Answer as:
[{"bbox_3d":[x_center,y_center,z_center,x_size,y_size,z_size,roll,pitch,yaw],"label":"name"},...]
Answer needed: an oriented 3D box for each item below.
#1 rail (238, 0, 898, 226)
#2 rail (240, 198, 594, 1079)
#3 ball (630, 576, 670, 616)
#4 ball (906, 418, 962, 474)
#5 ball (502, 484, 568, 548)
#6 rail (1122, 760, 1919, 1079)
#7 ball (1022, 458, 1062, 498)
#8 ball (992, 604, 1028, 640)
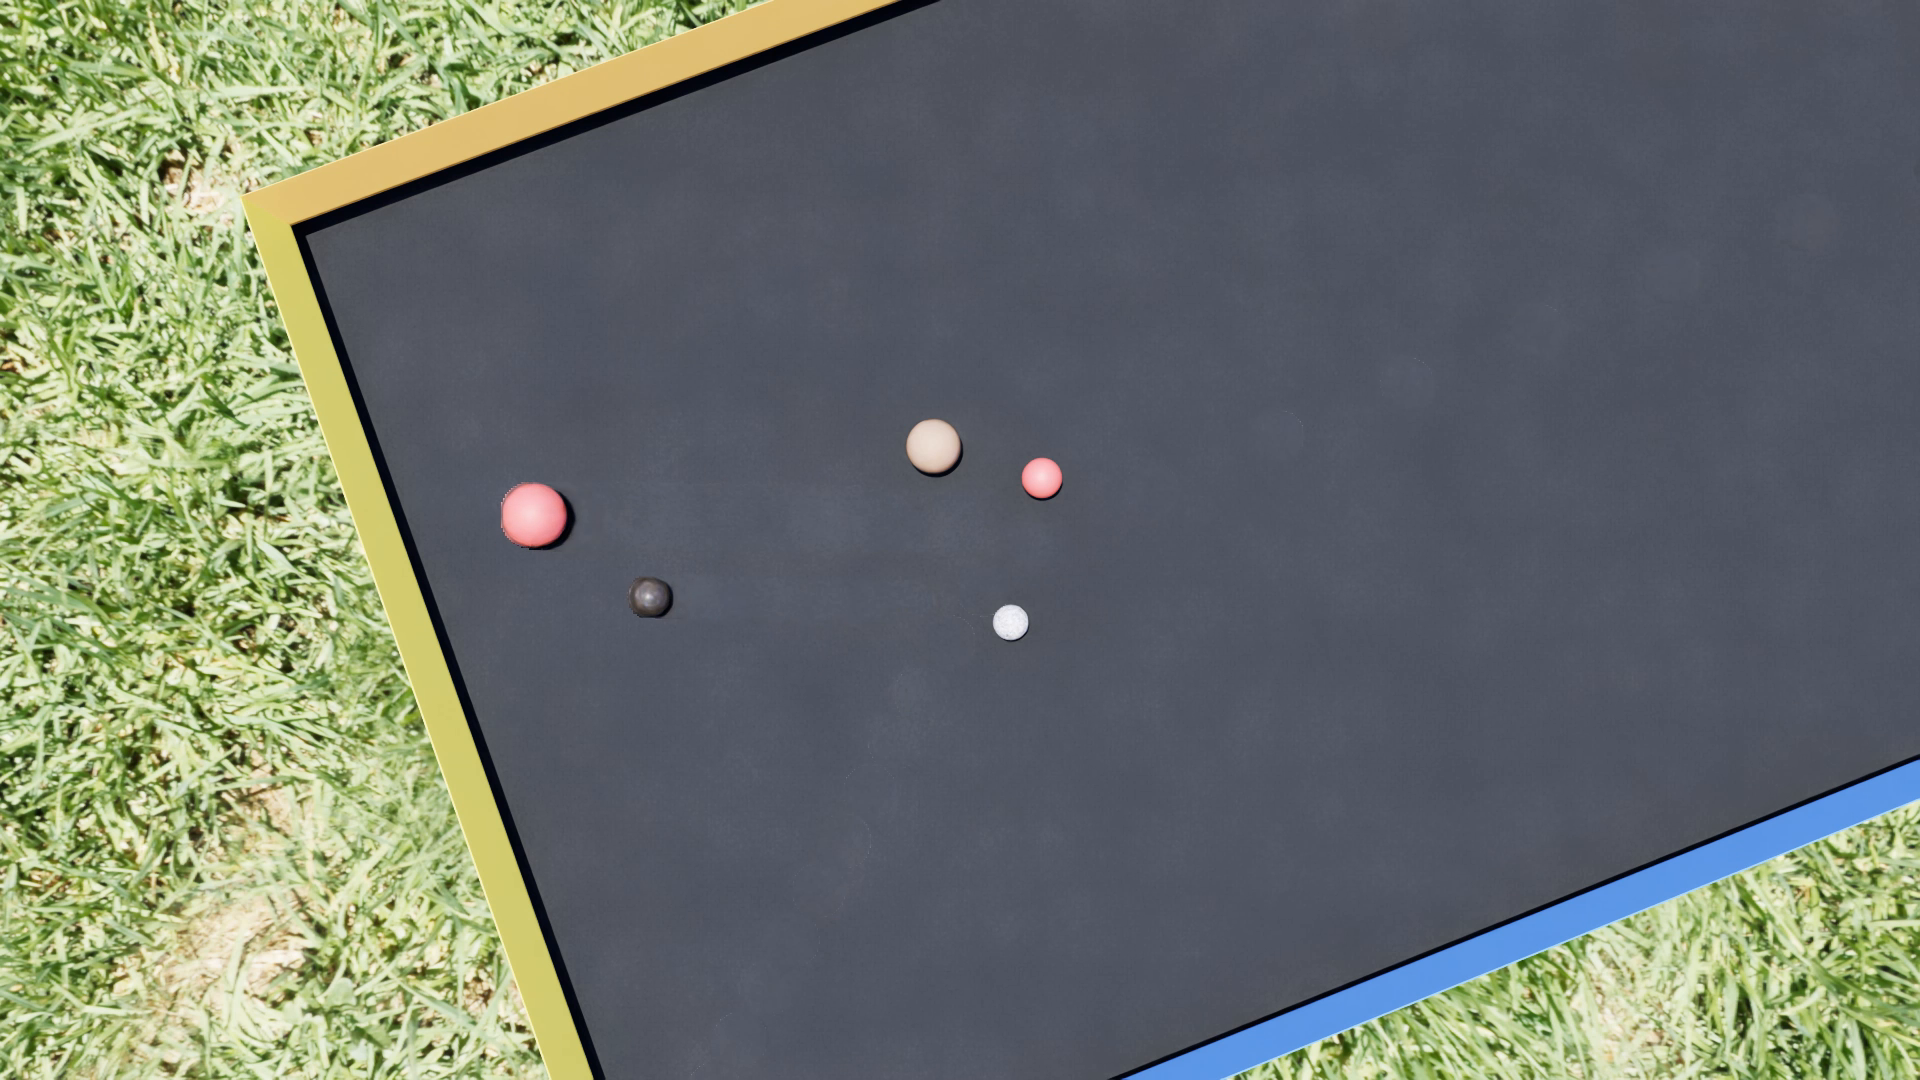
[{"bbox_3d":[0.457,-1.063,3.407,3.258,0.124,0.045,-21,82,-3],"label":"rail"},{"bbox_3d":[-0.737,0.279,3.201,0.045,0.124,1.712,-21,82,-3],"label":"rail"},{"bbox_3d":[-0.460,0.084,3.264,0.059,0.059,0.059,0,81,0],"label":"ball"},{"bbox_3d":[-0.039,-0.140,3.287,0.083,0.083,0.083,0,81,0],"label":"ball"},{"bbox_3d":[-0.631,-0.036,3.265,0.095,0.095,0.095,0,81,0],"label":"ball"},{"bbox_3d":[1.061,0.470,3.171,3.258,0.124,0.045,-21,82,-3],"label":"rail"},{"bbox_3d":[0.123,-0.093,3.291,0.061,0.061,0.061,0,81,0],"label":"ball"},{"bbox_3d":[0.075,0.122,3.262,0.054,0.054,0.054,0,81,0],"label":"ball"}]
